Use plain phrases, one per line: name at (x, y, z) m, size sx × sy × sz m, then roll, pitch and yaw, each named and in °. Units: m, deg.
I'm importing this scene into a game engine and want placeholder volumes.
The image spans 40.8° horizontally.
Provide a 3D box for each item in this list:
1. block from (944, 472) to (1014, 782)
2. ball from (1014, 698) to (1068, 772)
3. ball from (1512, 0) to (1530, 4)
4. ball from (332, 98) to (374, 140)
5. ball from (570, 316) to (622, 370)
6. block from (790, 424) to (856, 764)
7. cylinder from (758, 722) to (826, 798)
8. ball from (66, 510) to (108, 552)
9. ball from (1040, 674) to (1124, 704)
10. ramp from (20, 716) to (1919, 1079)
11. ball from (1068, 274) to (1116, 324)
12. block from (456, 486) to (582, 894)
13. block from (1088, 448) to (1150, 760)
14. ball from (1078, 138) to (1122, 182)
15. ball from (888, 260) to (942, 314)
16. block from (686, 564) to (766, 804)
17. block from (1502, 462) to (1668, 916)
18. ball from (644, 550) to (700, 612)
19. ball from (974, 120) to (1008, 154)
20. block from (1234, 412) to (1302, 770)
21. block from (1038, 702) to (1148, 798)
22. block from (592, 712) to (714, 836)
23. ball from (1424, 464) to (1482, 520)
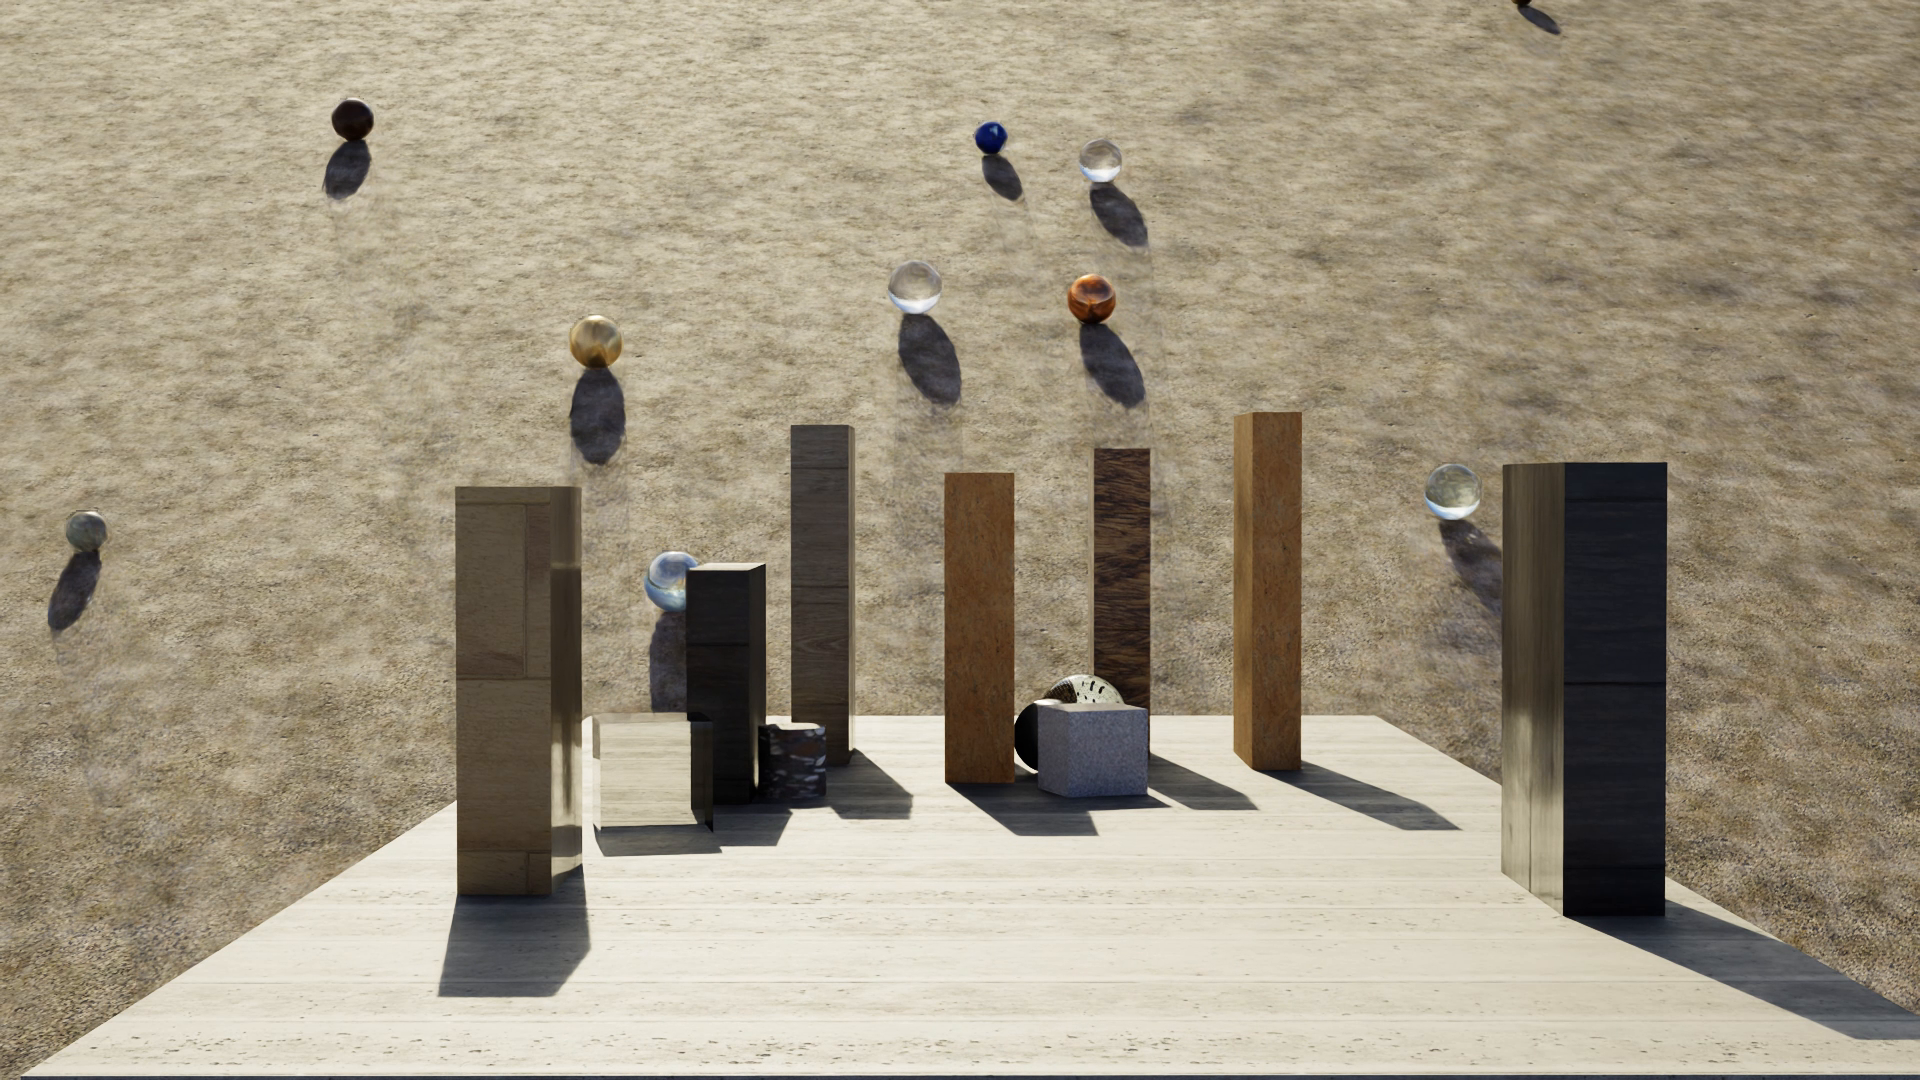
block at (0.038, 0.169, 5.309) m, size 0.138 × 0.613 × 0.429 m, roll 0°, pitch 1°, yaw 0°
ball at (0.184, 0.400, 5.262) m, size 0.153 × 0.153 × 0.153 m, roll 0°, pitch 26°, yaw 0°
ball at (2.865, -2.795, 13.155) m, size 0.131 × 0.131 × 0.131 m, roll 0°, pitch 26°, yaw 0°
ball at (-2.618, -1.813, 11.124) m, size 0.181 × 0.181 × 0.181 m, roll 0°, pitch 26°, yaw 0°
ball at (-1.246, -0.676, 8.835) m, size 0.182 × 0.182 × 0.182 m, roll 0°, pitch 26°, yaw 0°
block at (-0.296, 0.111, 5.614) m, size 0.122 × 0.715 × 0.349 m, roll 0°, pitch 1°, yaw 0°
cylinder at (-0.319, 0.419, 4.916) m, size 0.130 × 0.130 × 0.130 m, roll 0°, pitch 1°, yaw 0°
ball at (-2.572, -0.026, 7.600) m, size 0.119 × 0.119 × 0.119 m, roll 0°, pitch 26°, yaw 0°
ball at (0.256, 0.376, 5.418) m, size 0.193 × 0.193 × 0.193 m, roll 0°, pitch 26°, yaw 0°
ramp at (0.060, 0.541, 4.577) m, size 2.000 × 0.100 × 4.000 m, roll 0°, pitch 1°, yaw 0°
ball at (0.471, -0.860, 9.212) m, size 0.177 × 0.177 × 0.177 m, roll 0°, pitch 26°, yaw 0°
block at (-0.656, 0.213, 3.861) m, size 0.136 × 0.587 × 0.308 m, roll 0°, pitch 1°, yaw 0°
block at (0.346, 0.135, 5.629) m, size 0.120 × 0.666 × 0.248 m, roll 0°, pitch 1°, yaw 0°
ball at (0.579, -1.562, 10.619) m, size 0.181 × 0.181 × 0.181 m, roll 0°, pitch 26°, yaw 0°
ball at (-0.162, -0.910, 9.294) m, size 0.194 × 0.194 × 0.194 m, roll 0°, pitch 26°, yaw 0°
block at (-0.446, 0.267, 4.961) m, size 0.115 × 0.433 × 0.427 m, roll 0°, pitch 1°, yaw 0°
block at (0.893, 0.200, 3.717) m, size 0.140 × 0.619 × 0.399 m, roll 0°, pitch 1°, yaw 0°
ball at (-0.802, 0.116, 7.253) m, size 0.172 × 0.172 × 0.172 m, roll 0°, pitch 26°, yaw 0°
ball at (0.132, -1.710, 10.962) m, size 0.140 × 0.140 × 0.140 m, roll 0°, pitch 26°, yaw 0°
block at (0.654, 0.102, 5.504) m, size 0.102 × 0.739 × 0.360 m, roll 0°, pitch 1°, yaw 0°
block at (0.254, 0.402, 4.964) m, size 0.162 × 0.162 × 0.162 m, roll 0°, pitch 1°, yaw -19°
block at (-0.530, 0.400, 4.436) m, size 0.189 × 0.189 × 0.189 m, roll 0°, pitch 1°, yaw -12°
ball at (1.485, -0.146, 7.781) m, size 0.171 × 0.171 × 0.171 m, roll 0°, pitch 26°, yaw 0°
